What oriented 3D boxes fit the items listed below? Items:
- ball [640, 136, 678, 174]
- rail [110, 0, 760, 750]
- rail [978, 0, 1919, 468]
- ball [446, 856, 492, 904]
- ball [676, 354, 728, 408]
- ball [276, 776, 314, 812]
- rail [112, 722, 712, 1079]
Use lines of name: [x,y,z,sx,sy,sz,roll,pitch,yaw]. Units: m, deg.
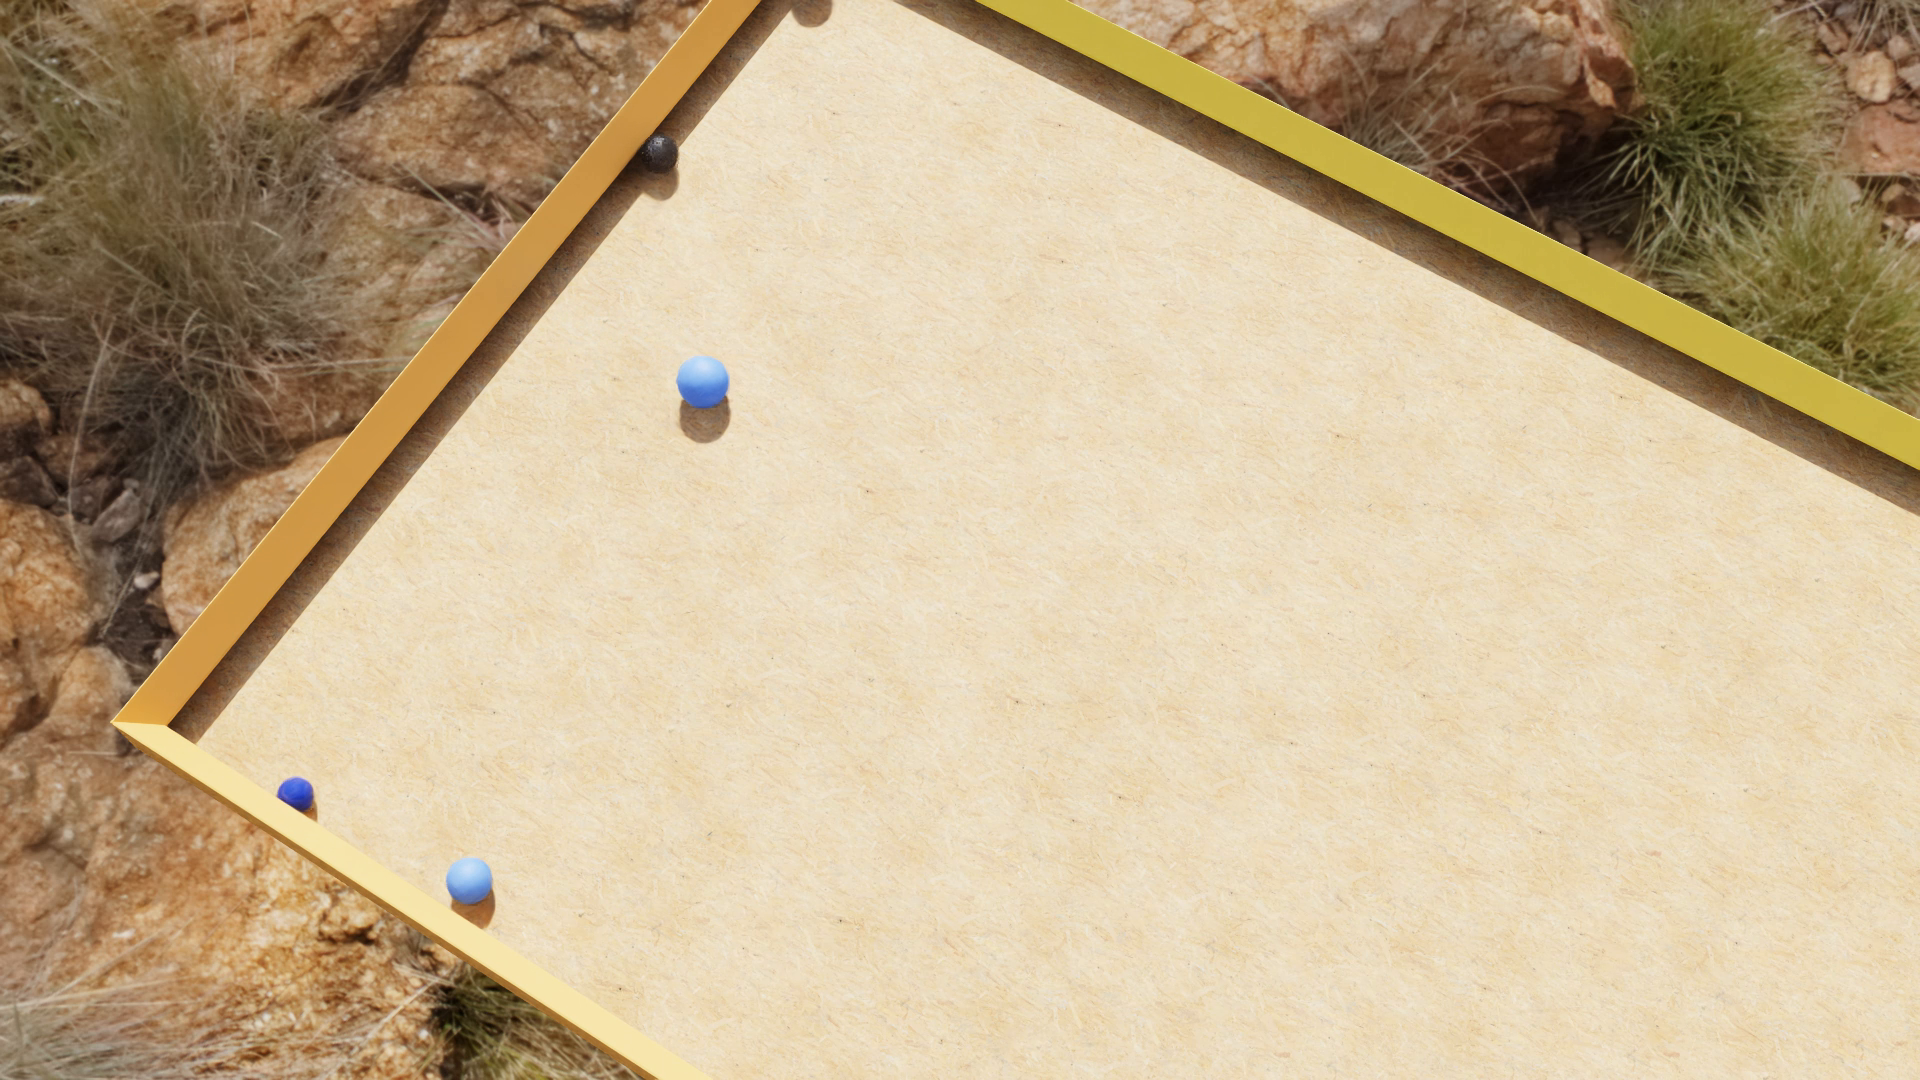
ball: [-0.532,-0.679,3.882,0.067,0.067,0.067,0,65,0]
rail: [-0.761,-0.437,3.743,0.045,0.114,1.946,29,68,13]
rail: [1.282,-0.301,3.680,3.677,0.114,0.045,29,68,13]
ball: [-0.742,0.515,3.326,0.070,0.070,0.070,0,65,0]
ball: [-0.431,-0.266,3.678,0.088,0.088,0.088,0,65,0]
ball: [-1.024,0.393,3.390,0.057,0.057,0.057,0,65,0]
rail: [0.281,1.162,3.000,3.677,0.114,0.045,29,68,13]
